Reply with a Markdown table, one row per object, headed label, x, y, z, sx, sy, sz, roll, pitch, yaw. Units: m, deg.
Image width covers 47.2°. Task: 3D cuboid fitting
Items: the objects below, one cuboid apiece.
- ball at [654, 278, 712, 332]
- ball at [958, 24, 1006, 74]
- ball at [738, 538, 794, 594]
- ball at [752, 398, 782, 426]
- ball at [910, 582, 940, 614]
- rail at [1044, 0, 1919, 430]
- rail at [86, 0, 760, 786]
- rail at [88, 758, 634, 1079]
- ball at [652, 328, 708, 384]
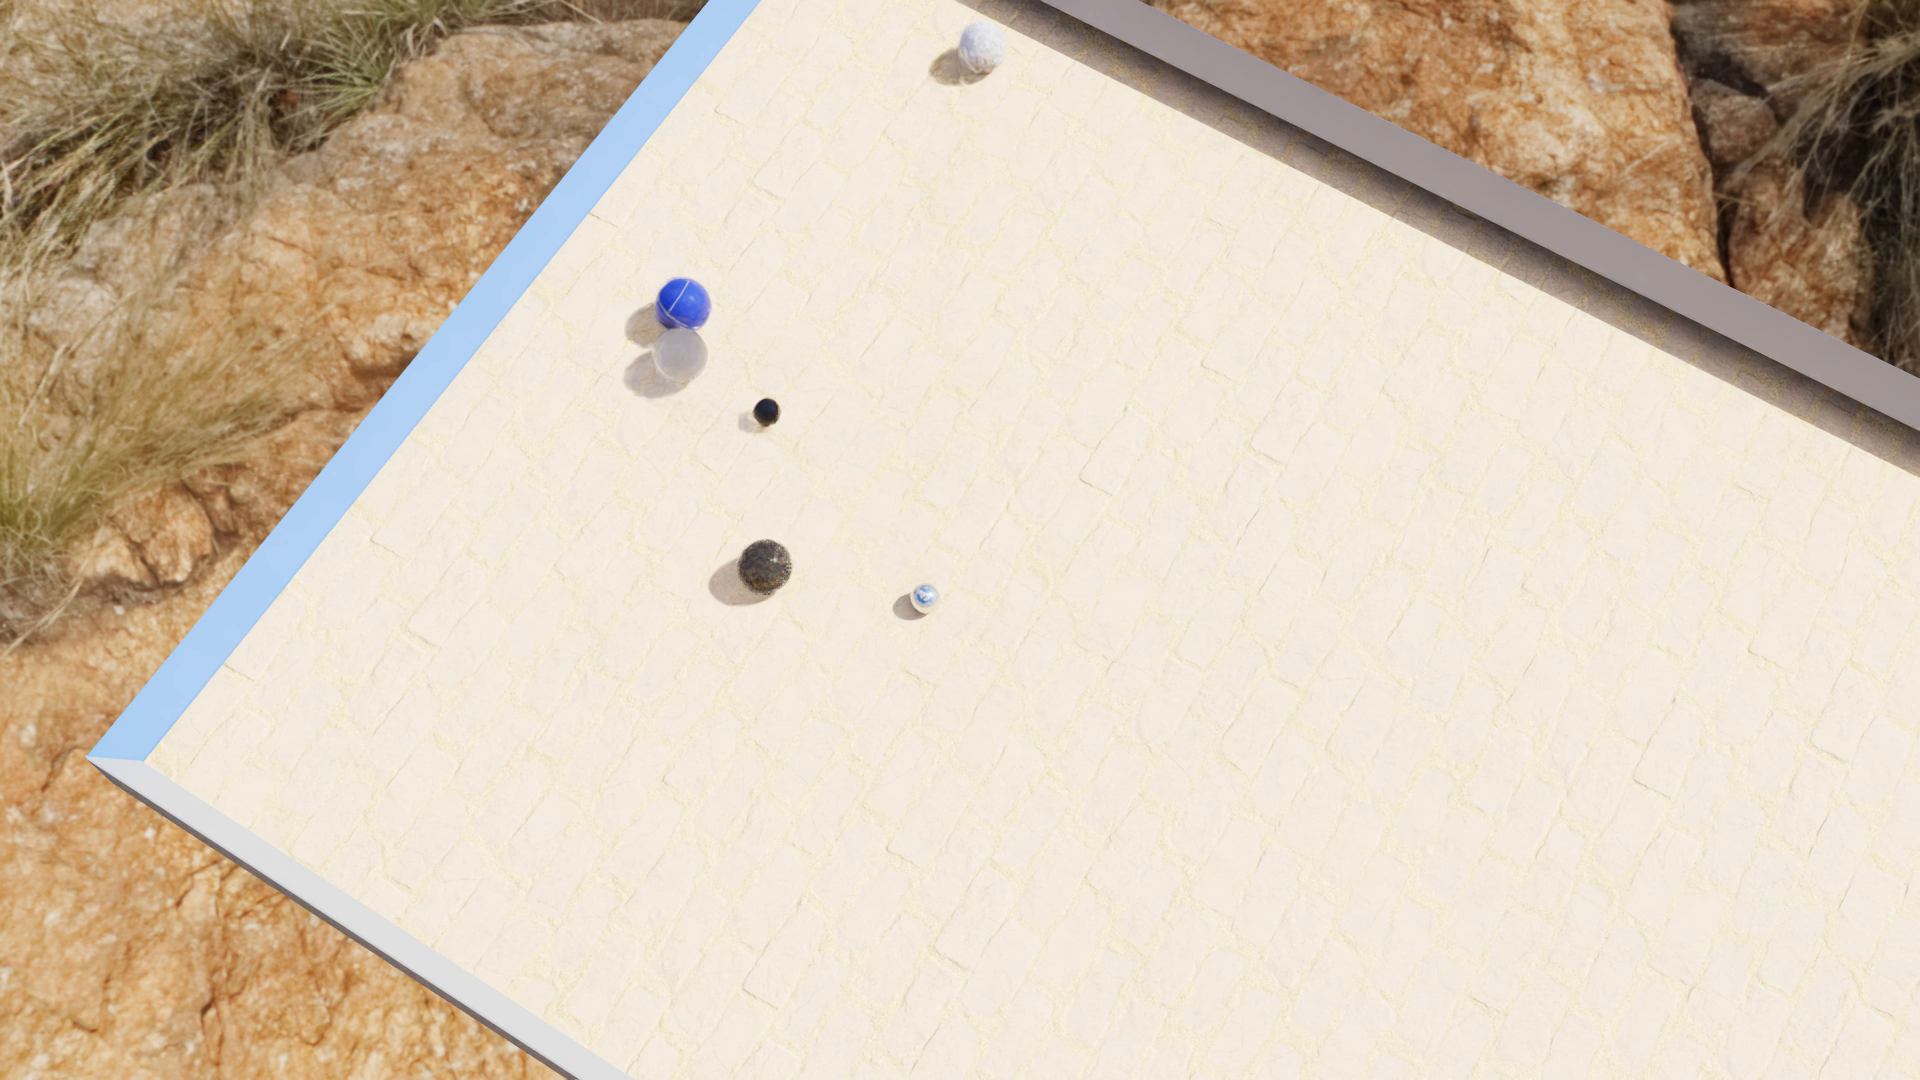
| label | x | y | z | sx | sy | sz | roll | pitch | yaw |
| --- | --- | --- | --- | --- | --- | --- | --- | --- | --- |
| ball | -0.470 | -0.398 | 3.733 | 0.097 | 0.097 | 0.097 | 0 | 65 | 0 |
| ball | 0.040 | -0.886 | 3.964 | 0.089 | 0.089 | 0.089 | 0 | 65 | 0 |
| ball | -0.312 | 0.042 | 3.534 | 0.088 | 0.088 | 0.088 | 0 | 65 | 0 |
| ball | -0.322 | -0.214 | 3.675 | 0.048 | 0.048 | 0.048 | 0 | 65 | 0 |
| ball | -0.056 | 0.093 | 3.532 | 0.049 | 0.049 | 0.049 | 0 | 65 | 0 |
| rail | 1.306 | -0.358 | 3.697 | 3.649 | 0.126 | 0.045 | 29 | 68 | 13 |
| rail | -0.757 | -0.433 | 3.732 | 0.045 | 0.126 | 2.065 | 29 | 68 | 13 |
| rail | 0.249 | 1.203 | 2.975 | 3.649 | 0.126 | 0.045 | 29 | 68 | 13 |
| ball | -0.469 | -0.310 | 3.694 | 0.094 | 0.094 | 0.094 | 0 | 65 | 0 |
